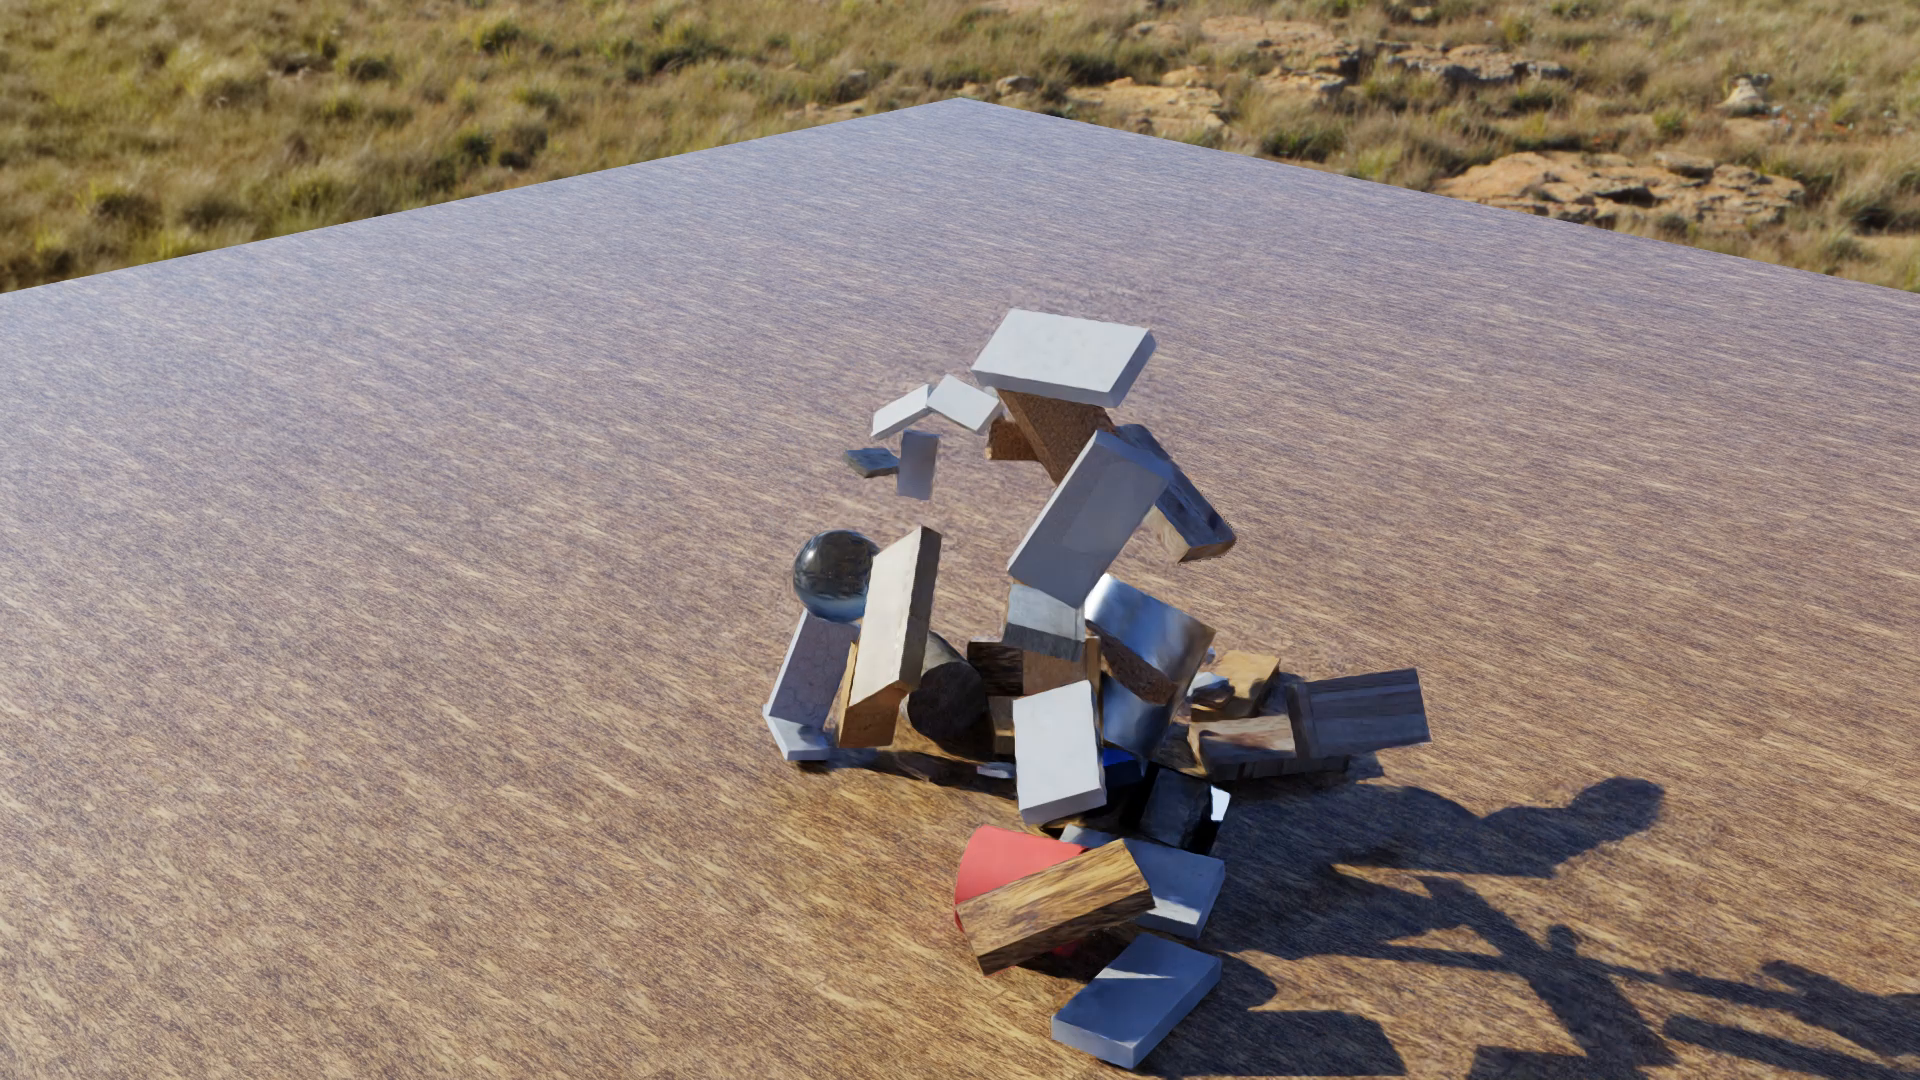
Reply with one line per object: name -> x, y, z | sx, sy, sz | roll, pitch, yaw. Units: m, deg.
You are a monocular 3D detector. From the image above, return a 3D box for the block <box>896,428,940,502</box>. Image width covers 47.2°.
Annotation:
block -> -0.080, -0.141, 4.144 | 0.066, 0.131, 0.019 | 12, 28, 7

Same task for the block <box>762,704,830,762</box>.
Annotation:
block -> -0.352, 0.409, 4.708 | 0.092, 0.026, 0.184 | -1, 29, -22

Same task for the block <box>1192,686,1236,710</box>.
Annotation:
block -> 0.556, 0.339, 4.805 | 0.063, 0.018, 0.125 | 13, 17, 19

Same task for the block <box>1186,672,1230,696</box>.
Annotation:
block -> 0.524, 0.315, 4.808 | 0.125, 0.018, 0.063 | -11, 19, -43

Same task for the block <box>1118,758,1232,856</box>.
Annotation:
block -> 0.419, 0.524, 4.280 | 0.137, 0.137, 0.137 | 17, -8, 35

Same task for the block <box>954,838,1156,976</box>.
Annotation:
block -> 0.163, 0.632, 3.797 | 0.316, 0.045, 0.158 | -21, 28, -5

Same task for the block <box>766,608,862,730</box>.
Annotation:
block -> -0.311, 0.273, 4.666 | 0.122, 0.245, 0.035 | 17, 16, -18

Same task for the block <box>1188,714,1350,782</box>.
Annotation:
block -> 0.652, 0.435, 4.643 | 0.304, 0.043, 0.152 | -4, 31, -15

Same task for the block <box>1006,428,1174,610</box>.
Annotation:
block -> 0.224, -0.033, 3.864 | 0.148, 0.350, 0.042 | 27, 40, -7

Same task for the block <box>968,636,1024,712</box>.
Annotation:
block -> 0.175, 0.303, 4.839 | 0.315, 0.158, 0.045 | 3, 11, 7

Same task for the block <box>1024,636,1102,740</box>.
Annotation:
block -> 0.192, 0.322, 4.095 | 0.141, 0.282, 0.040 | -1, 0, 13

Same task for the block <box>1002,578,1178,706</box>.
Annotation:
block -> 0.251, 0.194, 4.223 | 0.341, 0.048, 0.171 | 36, 5, 21

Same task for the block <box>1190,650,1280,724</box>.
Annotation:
block -> 0.619, 0.334, 4.928 | 0.122, 0.035, 0.313 | 9, 25, 20

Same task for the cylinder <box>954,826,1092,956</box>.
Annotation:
cylinder -> 0.121, 0.637, 4.004 | 0.200, 0.200, 0.200 | 9, 25, 21

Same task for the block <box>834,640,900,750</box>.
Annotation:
block -> -0.185, 0.323, 4.619 | 0.122, 0.245, 0.035 | -2, 29, -25

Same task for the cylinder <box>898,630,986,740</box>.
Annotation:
cylinder -> -0.065, 0.313, 4.788 | 0.182, 0.182, 0.182 | -10, 24, -22

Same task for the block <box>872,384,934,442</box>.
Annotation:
block -> -0.107, -0.239, 4.131 | 0.131, 0.019, 0.066 | -26, 38, 29

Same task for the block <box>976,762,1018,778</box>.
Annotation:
block -> 0.088, 0.477, 4.569 | 0.054, 0.015, 0.108 | -11, 7, -33

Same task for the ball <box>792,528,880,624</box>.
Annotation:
ball -> -0.250, 0.075, 4.582 | 0.197, 0.197, 0.197 | 0, 23, 0

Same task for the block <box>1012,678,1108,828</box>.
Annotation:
block -> 0.168, 0.358, 3.733 | 0.141, 0.040, 0.282 | -17, 34, 11

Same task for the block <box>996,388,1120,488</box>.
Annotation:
block -> 0.181, -0.230, 3.987 | 0.042, 0.295, 0.148 | 23, 67, 41

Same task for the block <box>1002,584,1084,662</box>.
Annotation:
block -> 0.153, 0.148, 3.999 | 0.141, 0.040, 0.282 | 14, 13, 0

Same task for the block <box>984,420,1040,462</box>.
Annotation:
block -> 0.118, -0.183, 4.063 | 0.142, 0.071, 0.020 | 1, 20, -31

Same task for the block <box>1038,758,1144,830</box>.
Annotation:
block -> 0.246, 0.496, 4.275 | 0.152, 0.043, 0.304 | -11, -17, -12

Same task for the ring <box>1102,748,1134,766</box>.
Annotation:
ring -> 0.242, 0.466, 4.459 | 0.238, 0.079, 0.238 | 1, -11, 0

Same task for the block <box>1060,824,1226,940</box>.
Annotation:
block -> 0.322, 0.640, 4.129 | 0.316, 0.045, 0.158 | 10, 45, 23

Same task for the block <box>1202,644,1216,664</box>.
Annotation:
block -> 0.479, 0.208, 4.877 | 0.184, 0.026, 0.092 | 22, 30, -30

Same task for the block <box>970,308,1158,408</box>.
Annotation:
block -> 0.178, -0.316, 3.806 | 0.295, 0.042, 0.148 | 13, 59, 37

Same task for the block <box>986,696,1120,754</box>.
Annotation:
block -> 0.223, 0.390, 4.710 | 0.315, 0.045, 0.158 | -2, 28, -6

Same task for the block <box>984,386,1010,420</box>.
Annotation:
block -> 0.081, -0.225, 4.131 | 0.020, 0.142, 0.071 | -20, 57, 6

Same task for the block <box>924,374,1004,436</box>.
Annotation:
block -> 0.007, -0.247, 4.024 | 0.142, 0.020, 0.071 | 30, 79, 39

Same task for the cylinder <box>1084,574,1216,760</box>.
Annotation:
cylinder -> 0.328, 0.252, 4.498 | 0.294, 0.294, 0.294 | 27, -1, 0

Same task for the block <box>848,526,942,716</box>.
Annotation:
block -> -0.124, 0.156, 4.252 | 0.048, 0.171, 0.341 | 26, 54, -26

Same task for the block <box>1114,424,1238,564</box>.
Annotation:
block -> 0.420, -0.102, 4.635 | 0.171, 0.048, 0.341 | -9, 54, -48

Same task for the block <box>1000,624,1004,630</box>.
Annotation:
block -> 0.144, 0.208, 5.021 | 0.026, 0.092, 0.184 | -30, -11, -19

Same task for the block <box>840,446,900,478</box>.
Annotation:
block -> -0.165, -0.149, 4.228 | 0.066, 0.019, 0.131 | 38, 24, 23

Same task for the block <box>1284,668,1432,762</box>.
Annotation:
block -> 0.803, 0.352, 4.433 | 0.304, 0.152, 0.043 | -5, -10, -28

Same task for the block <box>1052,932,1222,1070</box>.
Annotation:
block -> 0.310, 0.797, 3.825 | 0.158, 0.045, 0.316 | 15, 27, 31

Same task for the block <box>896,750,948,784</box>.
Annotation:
block -> -0.081, 0.476, 4.619 | 0.054, 0.015, 0.108 | -19, 30, -38
